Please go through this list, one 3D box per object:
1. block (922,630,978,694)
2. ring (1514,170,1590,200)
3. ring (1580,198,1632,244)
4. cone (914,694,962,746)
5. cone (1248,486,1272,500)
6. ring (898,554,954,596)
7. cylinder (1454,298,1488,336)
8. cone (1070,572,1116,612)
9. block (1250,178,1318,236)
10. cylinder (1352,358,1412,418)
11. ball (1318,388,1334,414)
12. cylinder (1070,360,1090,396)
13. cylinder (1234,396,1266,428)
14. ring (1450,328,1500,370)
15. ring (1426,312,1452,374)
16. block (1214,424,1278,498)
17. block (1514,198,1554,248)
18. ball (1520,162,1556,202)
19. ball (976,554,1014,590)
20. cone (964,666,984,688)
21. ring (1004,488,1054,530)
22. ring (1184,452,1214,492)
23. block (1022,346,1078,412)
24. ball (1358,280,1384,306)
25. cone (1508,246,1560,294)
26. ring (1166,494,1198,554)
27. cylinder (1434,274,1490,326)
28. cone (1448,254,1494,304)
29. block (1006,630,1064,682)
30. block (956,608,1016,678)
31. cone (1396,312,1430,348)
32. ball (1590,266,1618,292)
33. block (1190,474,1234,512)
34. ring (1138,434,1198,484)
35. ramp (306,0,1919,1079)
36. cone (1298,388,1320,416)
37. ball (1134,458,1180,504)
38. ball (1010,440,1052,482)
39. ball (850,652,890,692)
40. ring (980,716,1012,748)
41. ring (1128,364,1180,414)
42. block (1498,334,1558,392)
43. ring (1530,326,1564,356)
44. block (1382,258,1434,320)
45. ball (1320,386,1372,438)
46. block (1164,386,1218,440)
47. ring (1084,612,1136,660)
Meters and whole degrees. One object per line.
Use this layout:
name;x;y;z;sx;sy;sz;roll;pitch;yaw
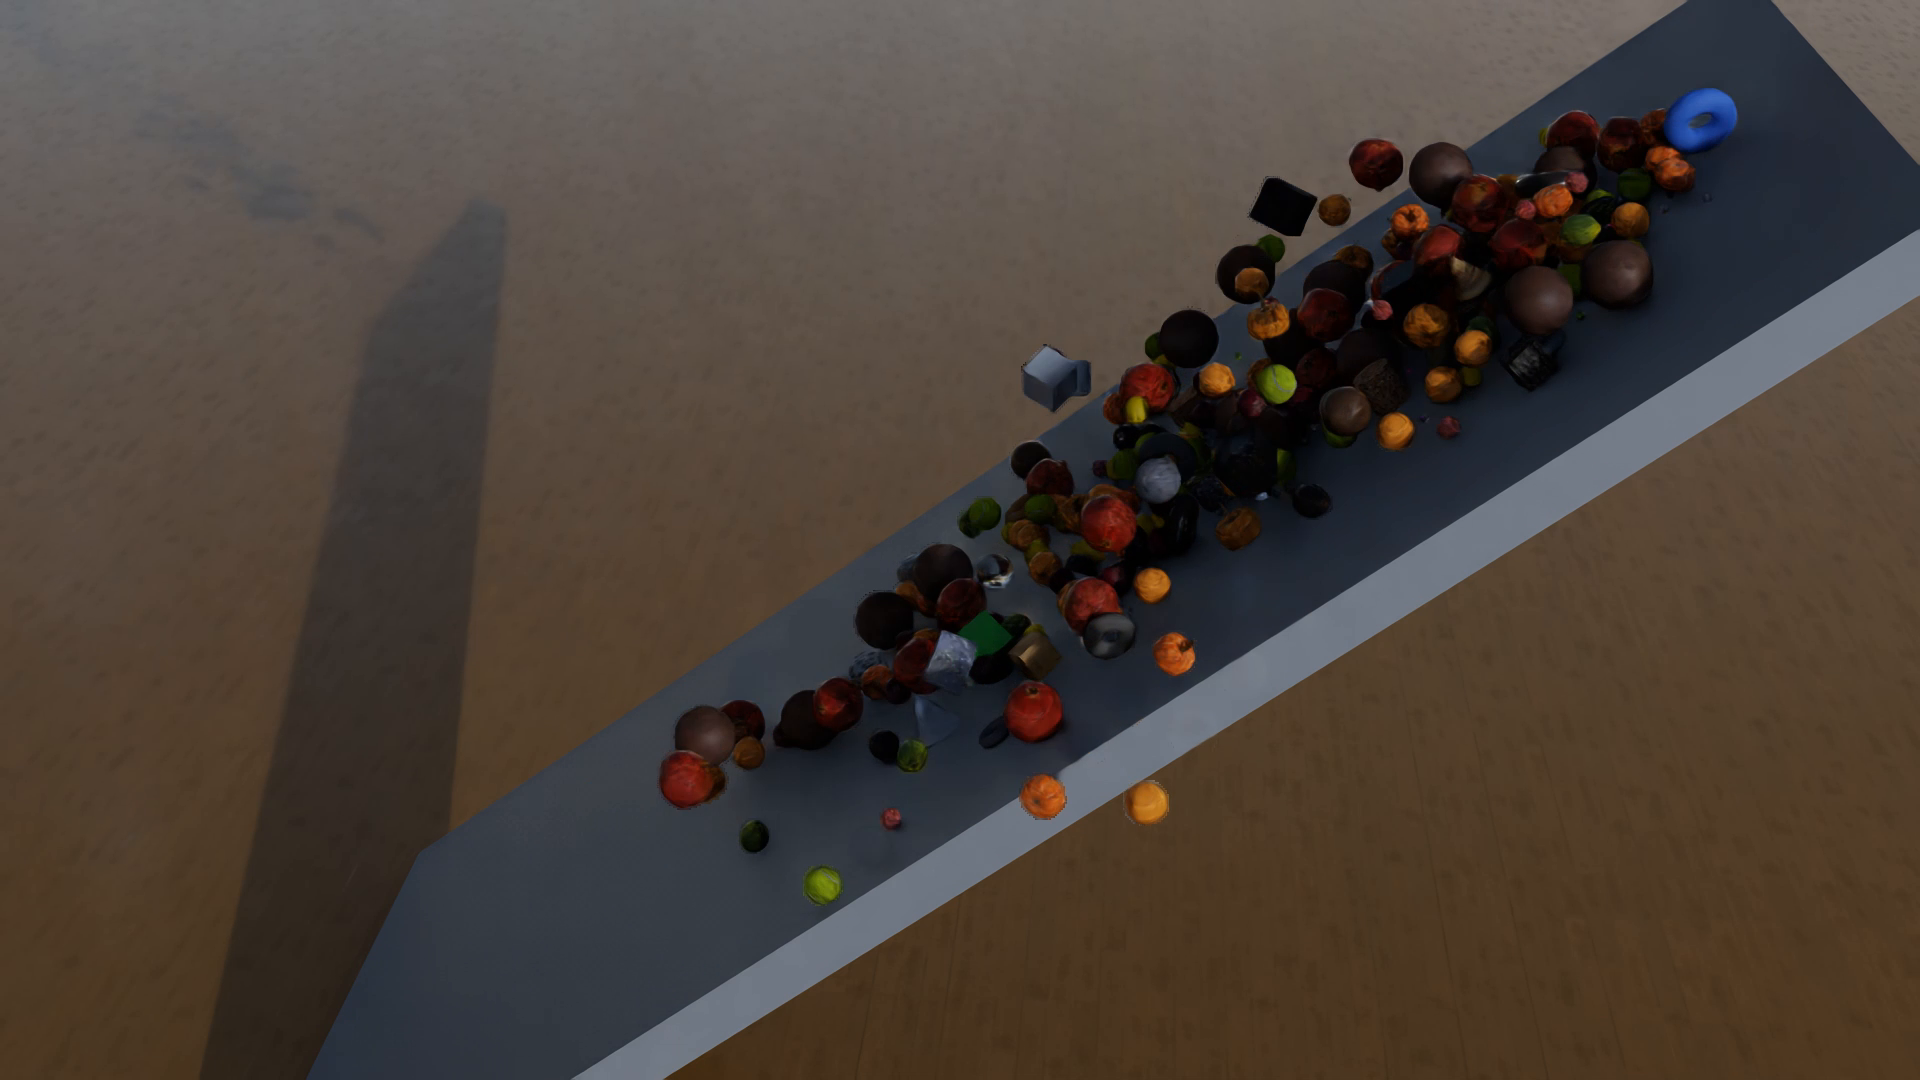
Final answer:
block;-0.019;0.242;5.835;0.078;0.078;0.078;22;33;-3
ring;1.178;-0.708;5.854;0.148;0.049;0.148;-6;6;1
ring;1.249;-0.617;5.693;0.102;0.102;0.034;8;47;19
cone;-0.066;0.344;5.892;0.100;0.100;0.100;-30;17;10
cone;0.596;-0.126;5.814;0.067;0.067;0.067;11;44;25
ring;-0.077;0.079;6.645;0.131;0.131;0.044;2;51;5
cylinder;0.989;-0.430;5.684;0.054;0.054;0.054;-16;23;7
cone;0.276;0.095;5.966;0.085;0.085;0.085;-12;23;-5
block;0.724;-0.745;6.581;0.097;0.097;0.097;30;16;20
cylinder;0.827;-0.299;5.768;0.082;0.082;0.082;-36;16;12
ball;0.751;-0.262;5.837;0.081;0.081;0.081;0;22;0
cylinder;0.265;-0.372;6.744;0.069;0.069;0.069;2;-11;0
cylinder;0.609;-0.269;6.179;0.057;0.057;0.057;11;-4;1
ring;0.996;-0.370;5.681;0.109;0.036;0.109;-36;14;11
ring;0.934;-0.383;5.732;0.040;0.120;0.120;2;22;0
block;0.549;-0.151;5.646;0.087;0.087;0.087;-22;41;30
block;1.153;-0.637;5.906;0.062;0.062;0.062;-16;59;15
ball;1.216;-0.749;6.176;0.085;0.085;0.085;0;22;0
ball;0.071;0.064;5.992;0.075;0.075;0.075;0;22;0
cone;0.015;0.248;6.041;0.078;0.078;0.078;-35;16;11
ring;0.157;-0.071;6.699;0.130;0.043;0.130;-36;15;11
ring;0.520;-0.142;6.087;0.128;0.043;0.128;-36;16;12
block;0.201;-0.359;6.567;0.086;0.086;0.086;33;62;22
ball;0.858;-0.515;6.145;0.053;0.053;0.053;0;22;0
cone;1.112;-0.547;5.781;0.093;0.093;0.093;39;23;-7
ring;0.441;-0.031;5.836;0.041;0.122;0.122;9;24;21
cylinder;0.999;-0.486;5.848;0.089;0.089;0.089;11;48;26
cone;0.969;-0.520;5.684;0.090;0.090;0.090;-34;24;17
block;0.148;0.230;5.812;0.068;0.068;0.068;-42;16;-14
block;0.052;0.212;5.979;0.087;0.087;0.087;-40;69;-8
cone;0.920;-0.414;5.976;0.080;0.080;0.080;0;-15;-1
ball;1.209;-0.491;5.521;0.050;0.050;0.050;0;22;0
block;0.511;-0.096;5.952;0.054;0.054;0.054;-42;16;-13
ring;0.419;-0.162;5.927;0.122;0.122;0.041;6;39;15
ramp;0.131;0.177;6.317;4.000;0.100;2.000;-34;16;16
cone;0.711;-0.292;6.063;0.055;0.055;0.055;-35;16;11
ball;0.373;-0.112;5.552;0.088;0.088;0.088;0;22;0
ball;0.167;-0.185;6.902;0.096;0.096;0.096;0;22;0
ball;-0.196;0.286;6.388;0.088;0.088;0.088;0;22;0
ring;0.069;0.371;5.666;0.078;0.026;0.078;-39;16;13
ring;0.444;-0.344;6.739;0.127;0.127;0.042;14;-18;30
block;1.039;-0.324;5.381;0.068;0.068;0.068;-43;15;3
ring;1.079;-0.360;5.471;0.103;0.034;0.103;-35;15;10
block;0.872;-0.489;5.731;0.071;0.071;0.071;-28;28;30
ball;0.721;-0.240;5.493;0.095;0.095;0.095;0;22;0
block;0.506;-0.278;6.442;0.076;0.076;0.076;-38;15;1
ring;0.283;0.182;5.574;0.101;0.101;0.034;-4;35;-11
